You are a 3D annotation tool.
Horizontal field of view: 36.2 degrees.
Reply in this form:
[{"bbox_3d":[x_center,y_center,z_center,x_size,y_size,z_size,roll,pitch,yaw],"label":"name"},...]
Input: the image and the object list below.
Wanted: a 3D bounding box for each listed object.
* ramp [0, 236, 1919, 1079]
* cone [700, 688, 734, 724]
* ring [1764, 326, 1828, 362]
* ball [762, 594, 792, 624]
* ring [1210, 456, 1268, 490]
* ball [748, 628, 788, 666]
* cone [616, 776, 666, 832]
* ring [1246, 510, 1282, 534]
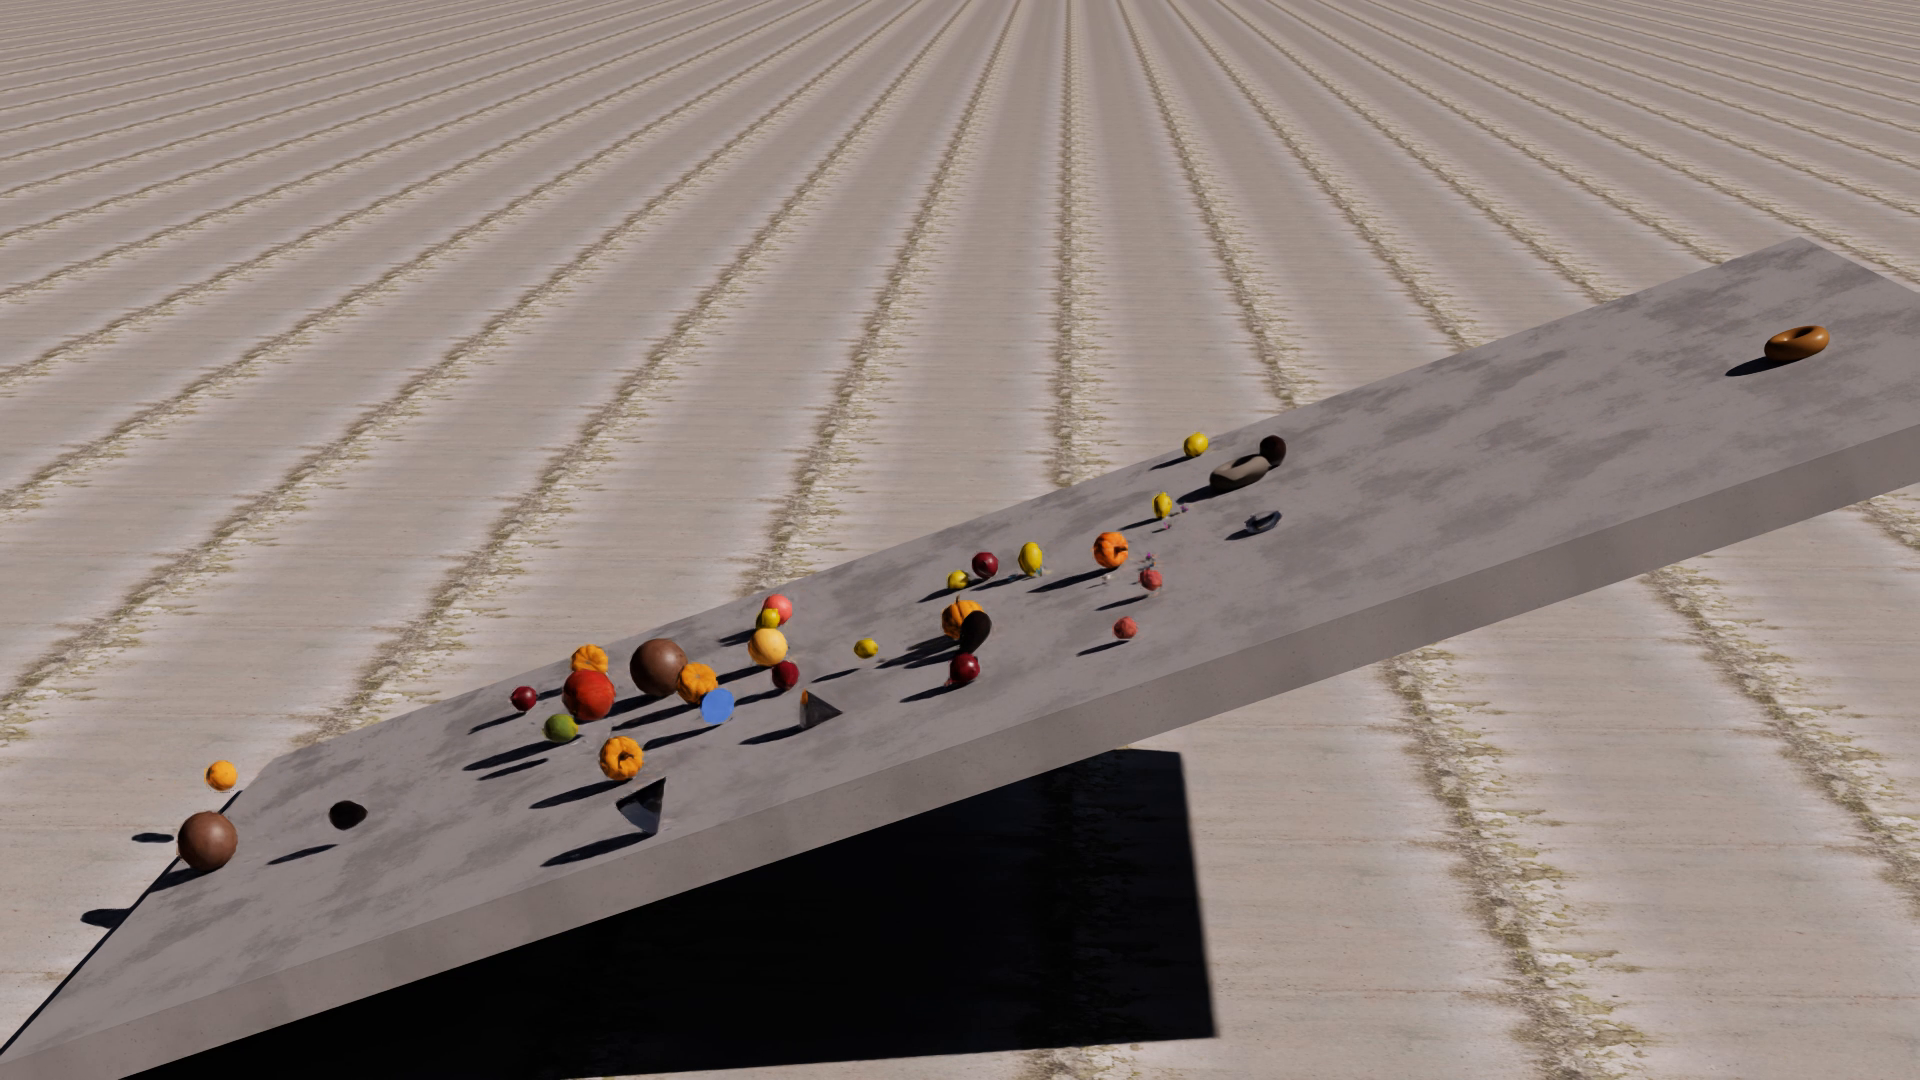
[{"bbox_3d":[0.112,0.178,6.300,4.000,0.100,2.000,-19,11,6],"label":"ramp"},{"bbox_3d":[-0.522,0.335,6.119,0.077,0.077,0.077,-8,19,-31],"label":"cone"},{"bbox_3d":[1.685,-0.395,5.923,0.130,0.043,0.130,-19,12,4],"label":"ring"},{"bbox_3d":[-0.427,0.163,6.873,0.070,0.070,0.070,0,13,0],"label":"ball"},{"bbox_3d":[0.626,-0.151,6.599,0.139,0.046,0.139,-20,10,4],"label":"ring"},{"bbox_3d":[-0.424,0.236,6.479,0.086,0.086,0.086,0,13,0],"label":"ball"},{"bbox_3d":[-0.572,0.475,5.454,0.095,0.095,0.095,34,12,-8],"label":"cone"},{"bbox_3d":[0.630,-0.038,6.100,0.080,0.027,0.080,-21,11,4],"label":"ring"}]
